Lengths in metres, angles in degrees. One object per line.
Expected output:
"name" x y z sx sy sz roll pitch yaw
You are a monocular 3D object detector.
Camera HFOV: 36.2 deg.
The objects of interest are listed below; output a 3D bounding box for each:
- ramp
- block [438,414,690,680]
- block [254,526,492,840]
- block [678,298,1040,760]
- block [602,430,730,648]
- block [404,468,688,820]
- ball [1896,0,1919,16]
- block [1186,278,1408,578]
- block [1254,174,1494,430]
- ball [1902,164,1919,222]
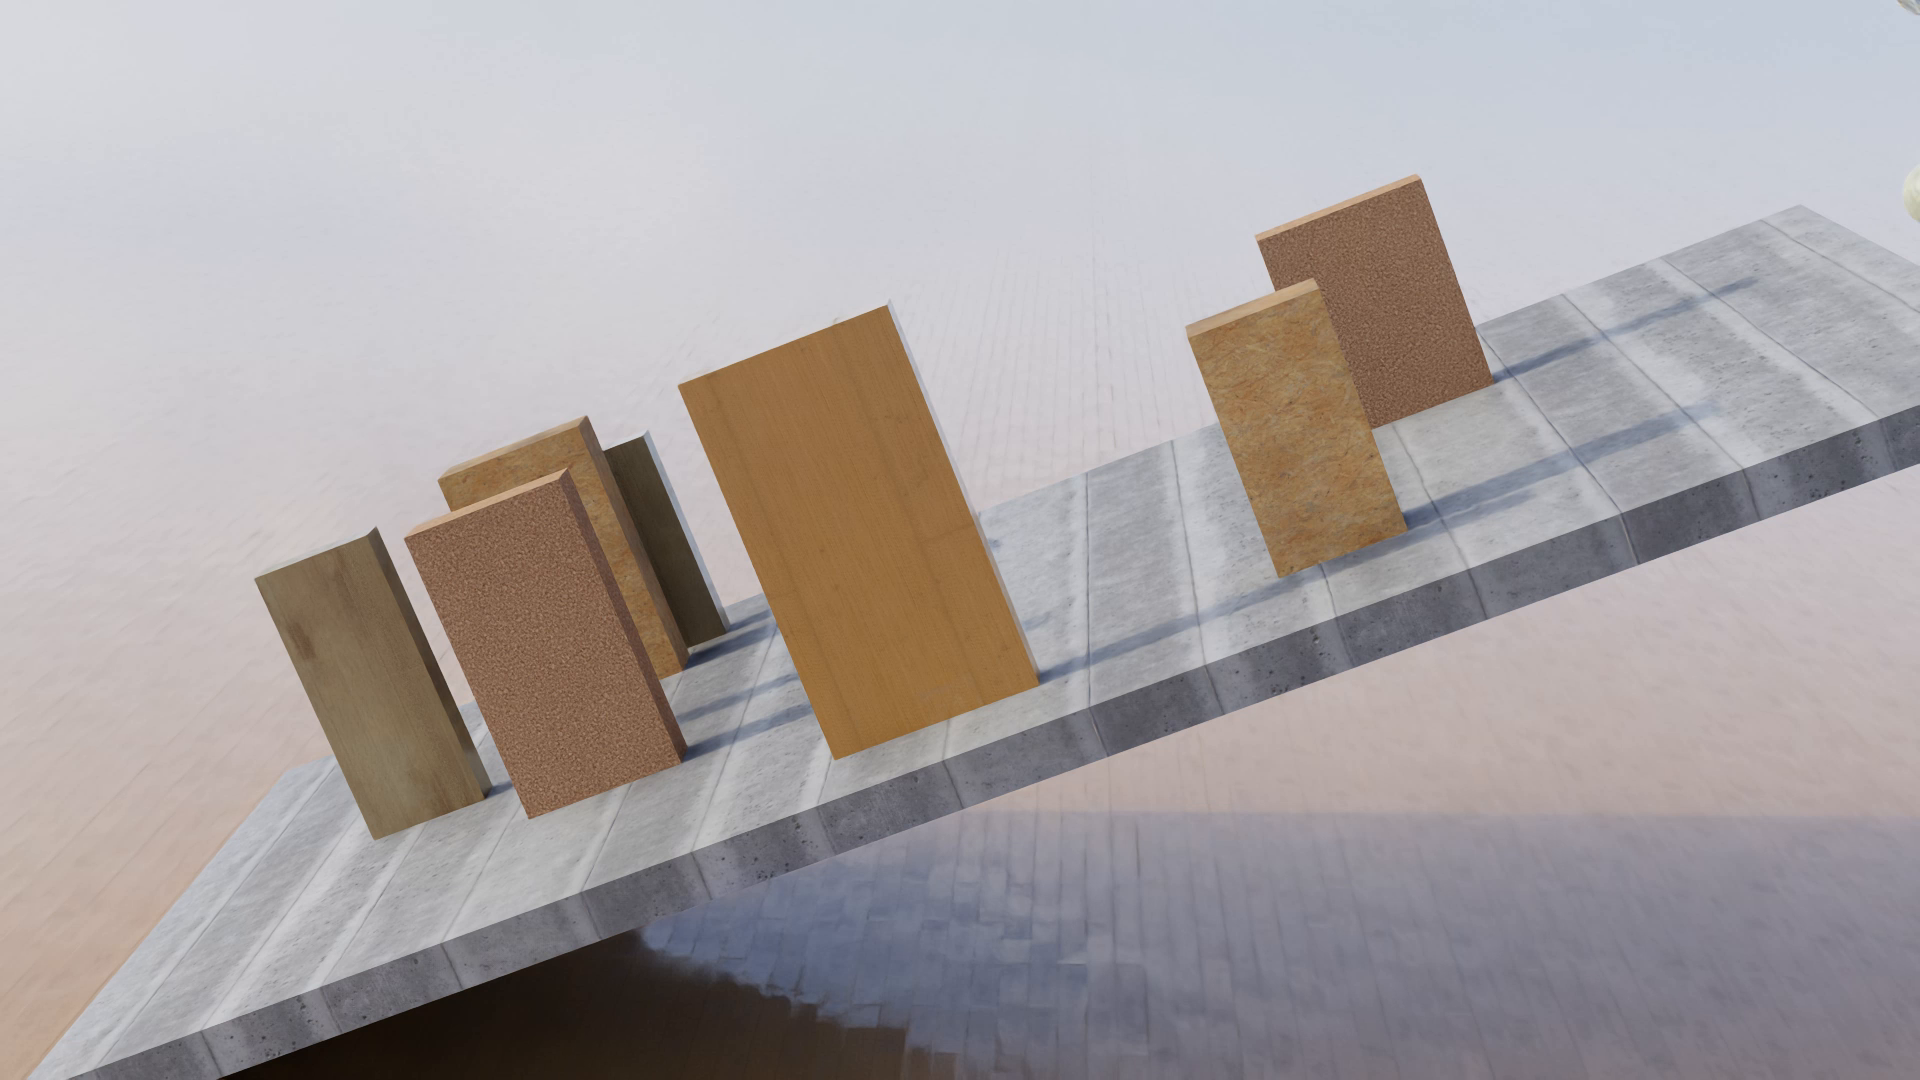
"ramp" 0.121 0.174 6.292 4.000 0.100 2.000 -20 12 7
"block" -0.920 0.068 6.861 0.353 0.623 0.134 -20 12 7
"block" -1.268 0.313 6.377 0.266 0.631 0.089 -20 12 7
"block" -0.185 -0.016 5.537 0.419 0.778 0.087 -20 12 7
"block" -0.804 0.037 7.050 0.329 0.518 0.080 -20 12 7
"block" -0.845 0.215 6.034 0.342 0.639 0.107 -20 12 7
"ball" 1.842 -1.065 5.600 0.135 0.135 0.135 0 14 0
"block" 0.642 -0.214 5.622 0.261 0.498 0.141 -20 12 7
"block" 0.912 -0.508 6.480 0.377 0.483 0.100 -20 12 7
"ball" 1.989 -0.706 5.979 0.142 0.142 0.142 0 14 0
